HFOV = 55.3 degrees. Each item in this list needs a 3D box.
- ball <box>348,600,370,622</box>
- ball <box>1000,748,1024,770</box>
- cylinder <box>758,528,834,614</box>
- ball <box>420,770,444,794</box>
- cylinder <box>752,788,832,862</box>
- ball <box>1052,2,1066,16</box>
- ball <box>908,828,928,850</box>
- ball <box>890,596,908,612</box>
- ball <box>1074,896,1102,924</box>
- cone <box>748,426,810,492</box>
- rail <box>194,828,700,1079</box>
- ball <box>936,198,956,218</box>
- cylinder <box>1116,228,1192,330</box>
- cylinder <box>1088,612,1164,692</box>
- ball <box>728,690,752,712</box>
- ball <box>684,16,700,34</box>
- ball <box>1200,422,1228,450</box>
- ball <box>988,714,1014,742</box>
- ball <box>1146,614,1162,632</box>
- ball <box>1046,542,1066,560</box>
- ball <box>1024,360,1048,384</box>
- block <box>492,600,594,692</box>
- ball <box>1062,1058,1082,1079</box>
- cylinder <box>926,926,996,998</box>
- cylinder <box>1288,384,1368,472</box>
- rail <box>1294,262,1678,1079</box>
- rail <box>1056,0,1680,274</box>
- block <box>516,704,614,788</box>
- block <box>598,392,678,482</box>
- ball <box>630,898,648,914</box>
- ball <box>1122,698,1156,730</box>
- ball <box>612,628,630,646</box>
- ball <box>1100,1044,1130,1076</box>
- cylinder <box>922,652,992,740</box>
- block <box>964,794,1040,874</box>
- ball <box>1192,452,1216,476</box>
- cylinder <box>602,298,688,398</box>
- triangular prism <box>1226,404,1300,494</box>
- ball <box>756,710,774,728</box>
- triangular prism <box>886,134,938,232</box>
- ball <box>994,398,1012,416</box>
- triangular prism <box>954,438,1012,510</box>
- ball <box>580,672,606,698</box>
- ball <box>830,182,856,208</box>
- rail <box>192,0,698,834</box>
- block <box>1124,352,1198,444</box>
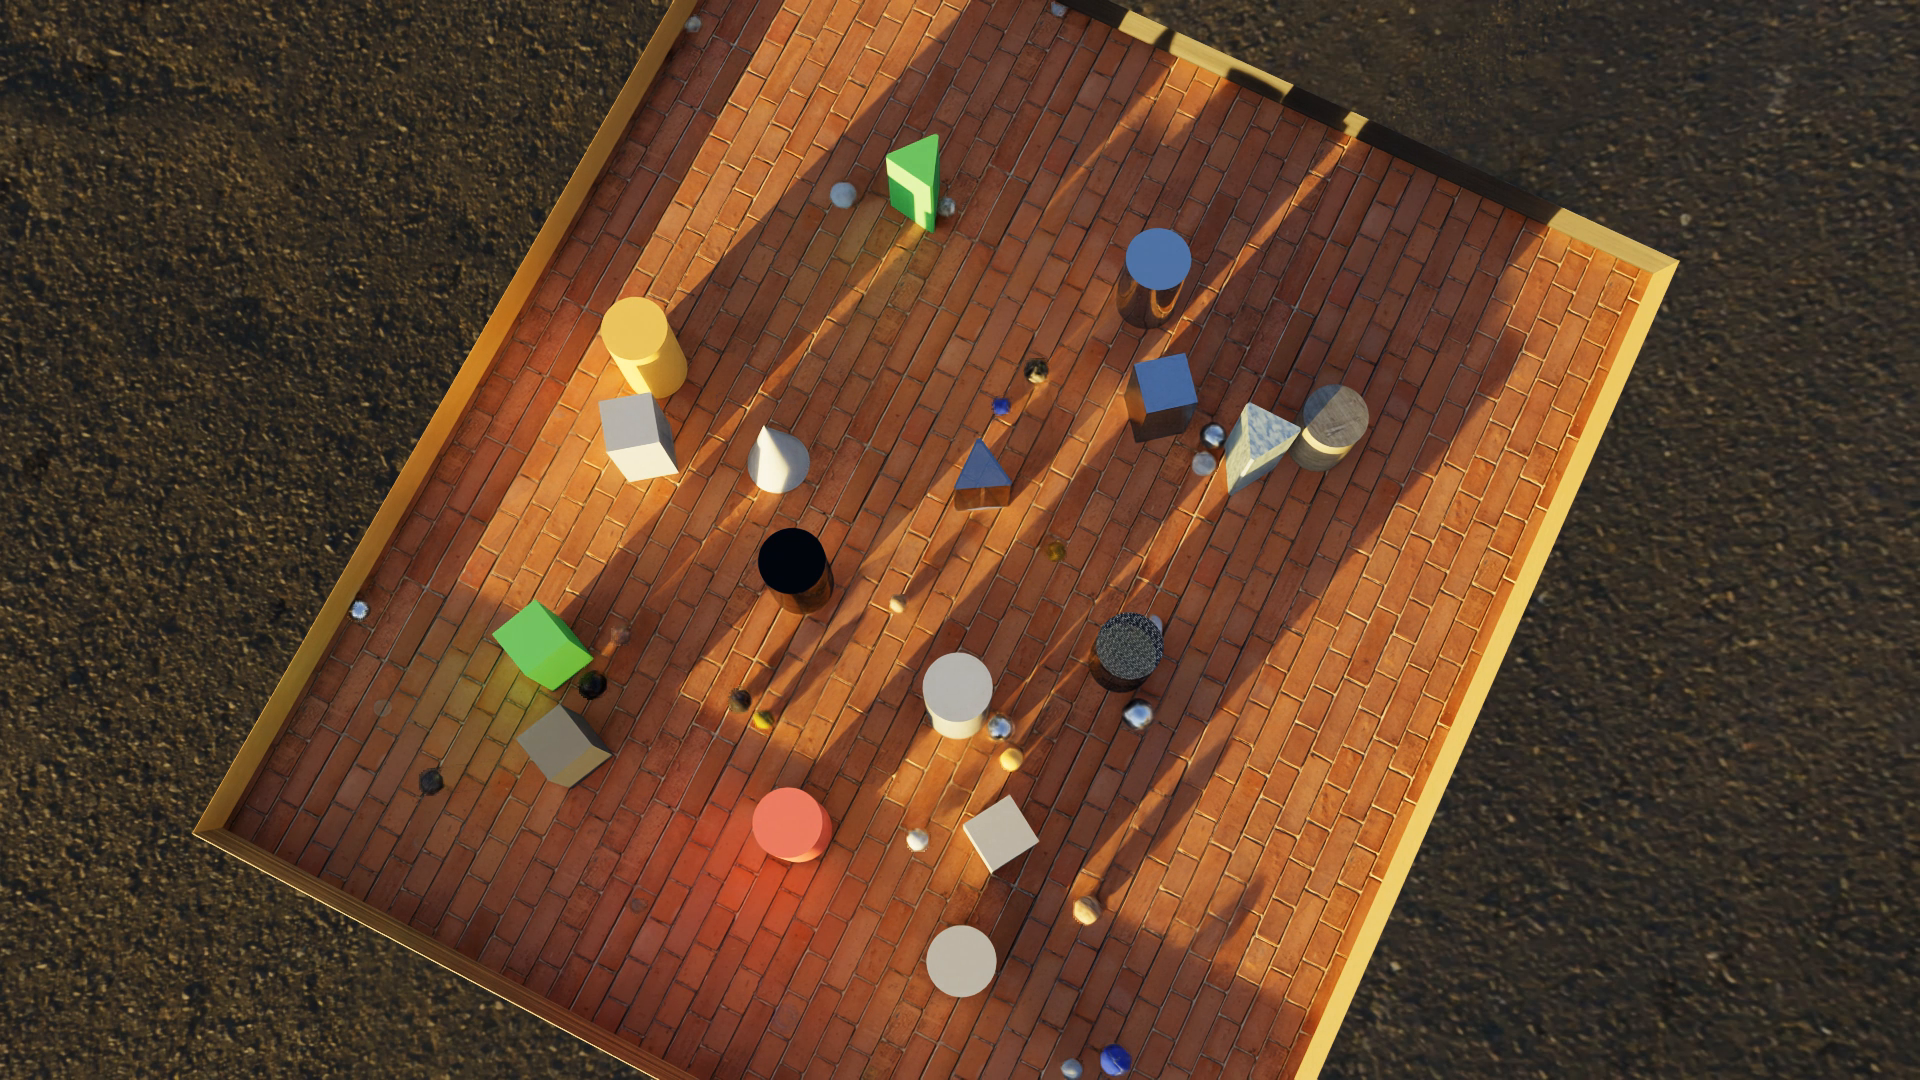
[{"bbox_3d":[-1.816,0.212,5.539,0.065,0.065,0.065,0,78,0],"label":"ball"},{"bbox_3d":[0.155,0.651,5.448,0.067,0.067,0.067,0,78,0],"label":"ball"},{"bbox_3d":[-0.481,0.096,5.412,0.194,0.362,0.194,0,78,0],"label":"cylinder"},{"bbox_3d":[-1.566,0.718,5.433,0.067,0.067,0.067,0,78,0],"label":"ball"},{"bbox_3d":[-0.476,0.820,5.248,0.194,0.389,0.194,0,78,0],"label":"cylinder"},{"bbox_3d":[0.322,-1.723,5.949,0.046,0.046,0.046,0,78,0],"label":"ball"},{"bbox_3d":[-0.124,0.883,5.401,0.064,0.064,0.064,0,78,0],"label":"ball"},{"bbox_3d":[-0.185,0.193,5.551,0.051,0.051,0.051,0,78,0],"label":"ball"},{"bbox_3d":[0.372,1.079,5.352,0.081,0.081,0.081,0,78,0],"label":"ball"},{"bbox_3d":[-0.561,-0.283,5.453,0.194,0.435,0.194,0,78,0],"label":"cone"},{"bbox_3d":[-0.785,1.544,5.232,3.201,0.126,0.045,26,80,5],"label":"rail"},{"bbox_3d":[-0.044,-1.051,5.804,0.059,0.059,0.059,0,78,0],"label":"ball"},{"bbox_3d":[0.587,-0.793,5.594,0.194,0.366,0.194,0,78,0],"label":"cylinder"},{"bbox_3d":[0.485,0.334,5.385,0.194,0.318,0.194,0,78,0],"label":"cylinder"},{"bbox_3d":[-0.657,0.482,5.482,0.069,0.069,0.069,0,78,0],"label":"ball"},{"bbox_3d":[-0.866,-1.669,5.934,0.053,0.053,0.053,0,78,0],"label":"ball"},{"bbox_3d":[0.780,-0.321,5.640,0.083,0.083,0.083,0,78,0],"label":"ball"},{"bbox_3d":[0.122,0.560,5.459,0.082,0.082,0.082,0,78,0],"label":"ball"},{"bbox_3d":[0.578,0.259,5.529,0.067,0.067,0.067,0,78,0],"label":"ball"},{"bbox_3d":[0.292,0.032,5.581,0.057,0.057,0.057,0,78,0],"label":"ball"},{"bbox_3d":[0.236,-0.523,5.687,0.074,0.074,0.074,0,78,0],"label":"ball"},{"bbox_3d":[-1.214,0.313,5.362,0.155,0.372,0.155,-40,81,-8],"label":"block"},{"bbox_3d":[0.321,1.522,5.271,0.059,0.059,0.059,0,78,0],"label":"ball"},{"bbox_3d":[0.004,1.194,5.211,0.194,0.309,0.194,0,78,0],"label":"cylinder"},{"bbox_3d":[1.107,-0.335,5.535,0.194,0.295,0.194,0,78,0],"label":"cylinder"},{"bbox_3d":[1.410,0.697,5.407,0.045,0.126,3.558,26,80,5],"label":"rail"},{"bbox_3d":[0.785,-1.531,5.868,3.201,0.126,0.045,26,80,5],"label":"rail"},{"bbox_3d":[-1.144,0.603,5.326,0.155,0.325,0.155,-39,81,-7],"label":"block"},{"bbox_3d":[-0.960,-0.305,5.491,0.155,0.369,0.155,-11,79,-2],"label":"block"},{"bbox_3d":[-0.942,1.072,5.370,0.048,0.048,0.048,0,78,0],"label":"ball"},{"bbox_3d":[0.532,0.519,5.460,0.097,0.097,0.097,0,78,0],"label":"ball"},{"bbox_3d":[-1.022,0.291,5.529,0.054,0.054,0.054,0,78,0],"label":"ball"},{"bbox_3d":[0.444,1.493,5.263,0.086,0.086,0.086,0,78,0],"label":"ball"},{"bbox_3d":[-0.006,0.454,5.279,0.194,0.476,0.194,0,78,0],"label":"cylinder"},{"bbox_3d":[0.116,0.852,5.294,0.155,0.286,0.155,-32,80,-6],"label":"block"},{"bbox_3d":[0.749,-0.236,5.627,0.074,0.074,0.074,0,78,0],"label":"ball"},{"bbox_3d":[-0.948,-0.575,5.531,0.194,0.401,0.194,0,78,0],"label":"cylinder"},{"bbox_3d":[0.862,-0.287,5.448,0.168,0.447,0.145,-32,80,-6],"label":"triangular prism"},{"bbox_3d":[-0.584,0.536,5.477,0.056,0.056,0.056,0,78,0],"label":"ball"},{"bbox_3d":[-0.110,-1.119,5.657,0.168,0.375,0.145,35,80,7],"label":"triangular prism"},{"bbox_3d":[0.131,-0.413,5.674,0.055,0.055,0.055,0,78,0],"label":"ball"},{"bbox_3d":[0.062,-0.199,5.508,0.168,0.293,0.145,-5,78,-1],"label":"triangular prism"},{"bbox_3d":[-1.098,0.433,5.486,0.080,0.080,0.080,0,78,0],"label":"ball"},{"bbox_3d":[-0.368,-1.094,5.801,0.081,0.081,0.081,0,78,0],"label":"ball"},{"bbox_3d":[-1.410,-0.684,5.693,0.045,0.126,3.558,26,80,5],"label":"rail"},{"bbox_3d":[0.603,-0.424,5.529,0.155,0.344,0.155,-12,79,-3],"label":"block"}]
